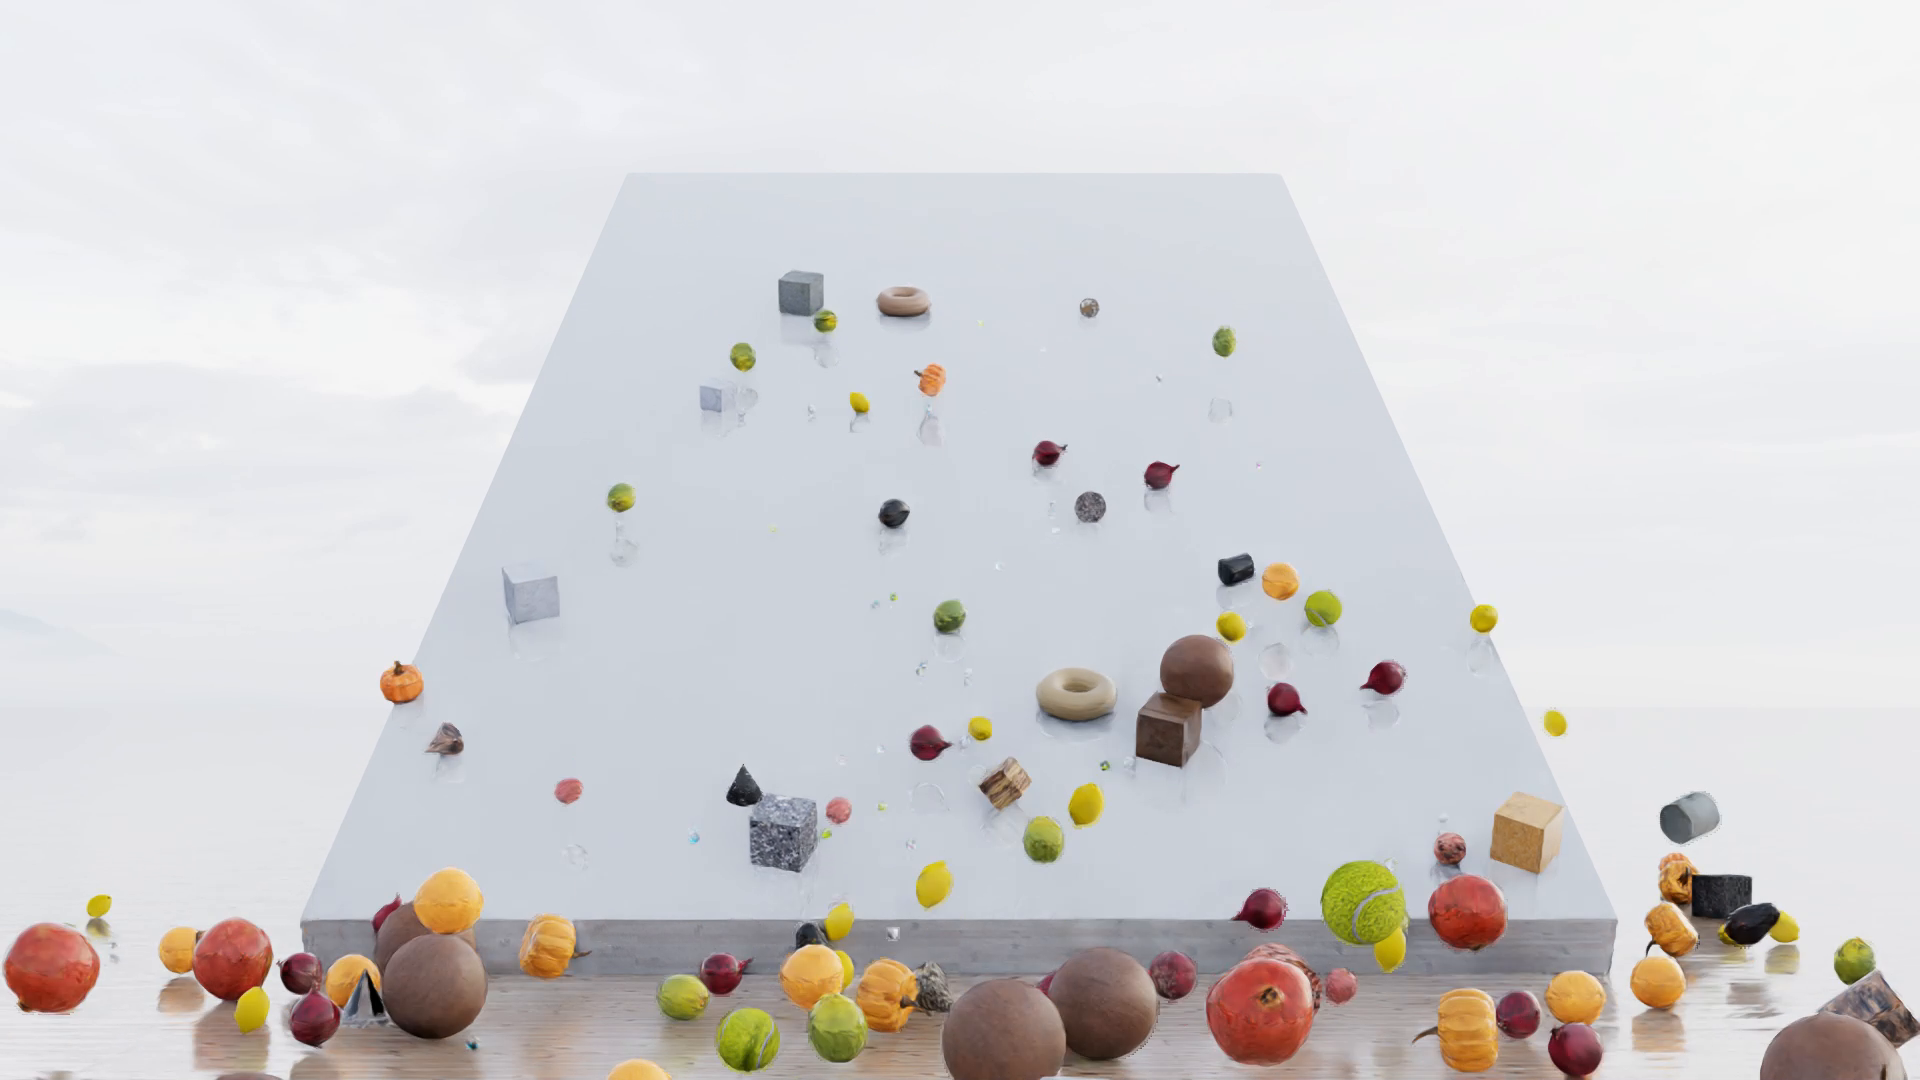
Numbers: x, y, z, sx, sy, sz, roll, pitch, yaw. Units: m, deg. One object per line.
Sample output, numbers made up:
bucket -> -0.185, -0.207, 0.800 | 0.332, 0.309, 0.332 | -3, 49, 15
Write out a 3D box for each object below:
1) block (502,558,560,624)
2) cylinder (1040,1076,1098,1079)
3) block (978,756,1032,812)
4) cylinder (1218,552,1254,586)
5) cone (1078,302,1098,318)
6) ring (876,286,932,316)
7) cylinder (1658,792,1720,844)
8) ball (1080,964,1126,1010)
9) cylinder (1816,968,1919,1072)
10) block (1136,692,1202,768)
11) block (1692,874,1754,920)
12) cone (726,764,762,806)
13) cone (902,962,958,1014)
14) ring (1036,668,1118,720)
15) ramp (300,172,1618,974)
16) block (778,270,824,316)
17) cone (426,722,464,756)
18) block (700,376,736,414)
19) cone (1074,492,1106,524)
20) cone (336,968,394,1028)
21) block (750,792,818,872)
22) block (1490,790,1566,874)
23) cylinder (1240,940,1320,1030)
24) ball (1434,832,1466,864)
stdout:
block -> -0.817, 0.097, 4.469 | 0.085, 0.085, 0.085 | -11, 27, -22
cylinder -> 0.110, 0.517, 2.081 | 0.076, 0.076, 0.076 | 10, -8, -28
block -> 0.074, 0.398, 3.837 | 0.055, 0.055, 0.055 | -38, 4, 28
cylinder -> 0.541, 0.057, 4.596 | 0.053, 0.053, 0.053 | -15, 3, -26
cone -> 0.333, -0.594, 6.019 | 0.052, 0.052, 0.052 | -1, 17, 15
ring -> -0.143, -0.615, 6.035 | 0.144, 0.048, 0.144 | 1, 24, 0
cylinder -> 1.582, 0.603, 5.086 | 0.090, 0.090, 0.090 | -17, 6, -32
ball -> 0.194, 0.606, 3.173 | 0.061, 0.061, 0.061 | 0, -4, 0
cylinder -> 0.990, 0.522, 2.548 | 0.080, 0.080, 0.080 | -39, -15, 14
block -> 0.356, 0.323, 3.995 | 0.085, 0.085, 0.085 | 12, 28, 24
block -> 1.480, 0.691, 4.548 | 0.079, 0.079, 0.079 | 2, -5, -32
cone -> -0.357, 0.396, 3.862 | 0.062, 0.062, 0.062 | 0, 25, 0
cone -> -0.027, 0.619, 3.161 | 0.073, 0.073, 0.073 | 31, 17, 38
ring -> 0.207, 0.272, 4.147 | 0.145, 0.048, 0.145 | 1, 25, 0
ramp -> -0.009, -0.229, 5.386 | 2.000, 0.100, 4.000 | 0, 25, 0
block -> -0.408, -0.636, 6.029 | 0.088, 0.088, 0.088 | 9, 27, 19
cone -> -0.884, 0.348, 3.966 | 0.060, 0.060, 0.060 | -3, 16, 39
block -> -0.560, -0.335, 5.419 | 0.060, 0.060, 0.060 | 13, 28, 26
cone -> 0.279, -0.067, 4.888 | 0.067, 0.067, 0.067 | -1, -3, 14
cone -> -0.772, 0.591, 3.041 | 0.072, 0.072, 0.072 | 0, -4, 0
block -> -0.278, 0.461, 3.698 | 0.083, 0.083, 0.083 | 7, 26, 14
block -> 0.897, 0.462, 3.703 | 0.083, 0.083, 0.083 | 17, 30, 32
cylinder -> 0.412, 0.576, 3.026 | 0.091, 0.091, 0.091 | 0, 11, -1
ball -> 0.772, 0.486, 3.690 | 0.050, 0.050, 0.050 | 0, -4, 0
